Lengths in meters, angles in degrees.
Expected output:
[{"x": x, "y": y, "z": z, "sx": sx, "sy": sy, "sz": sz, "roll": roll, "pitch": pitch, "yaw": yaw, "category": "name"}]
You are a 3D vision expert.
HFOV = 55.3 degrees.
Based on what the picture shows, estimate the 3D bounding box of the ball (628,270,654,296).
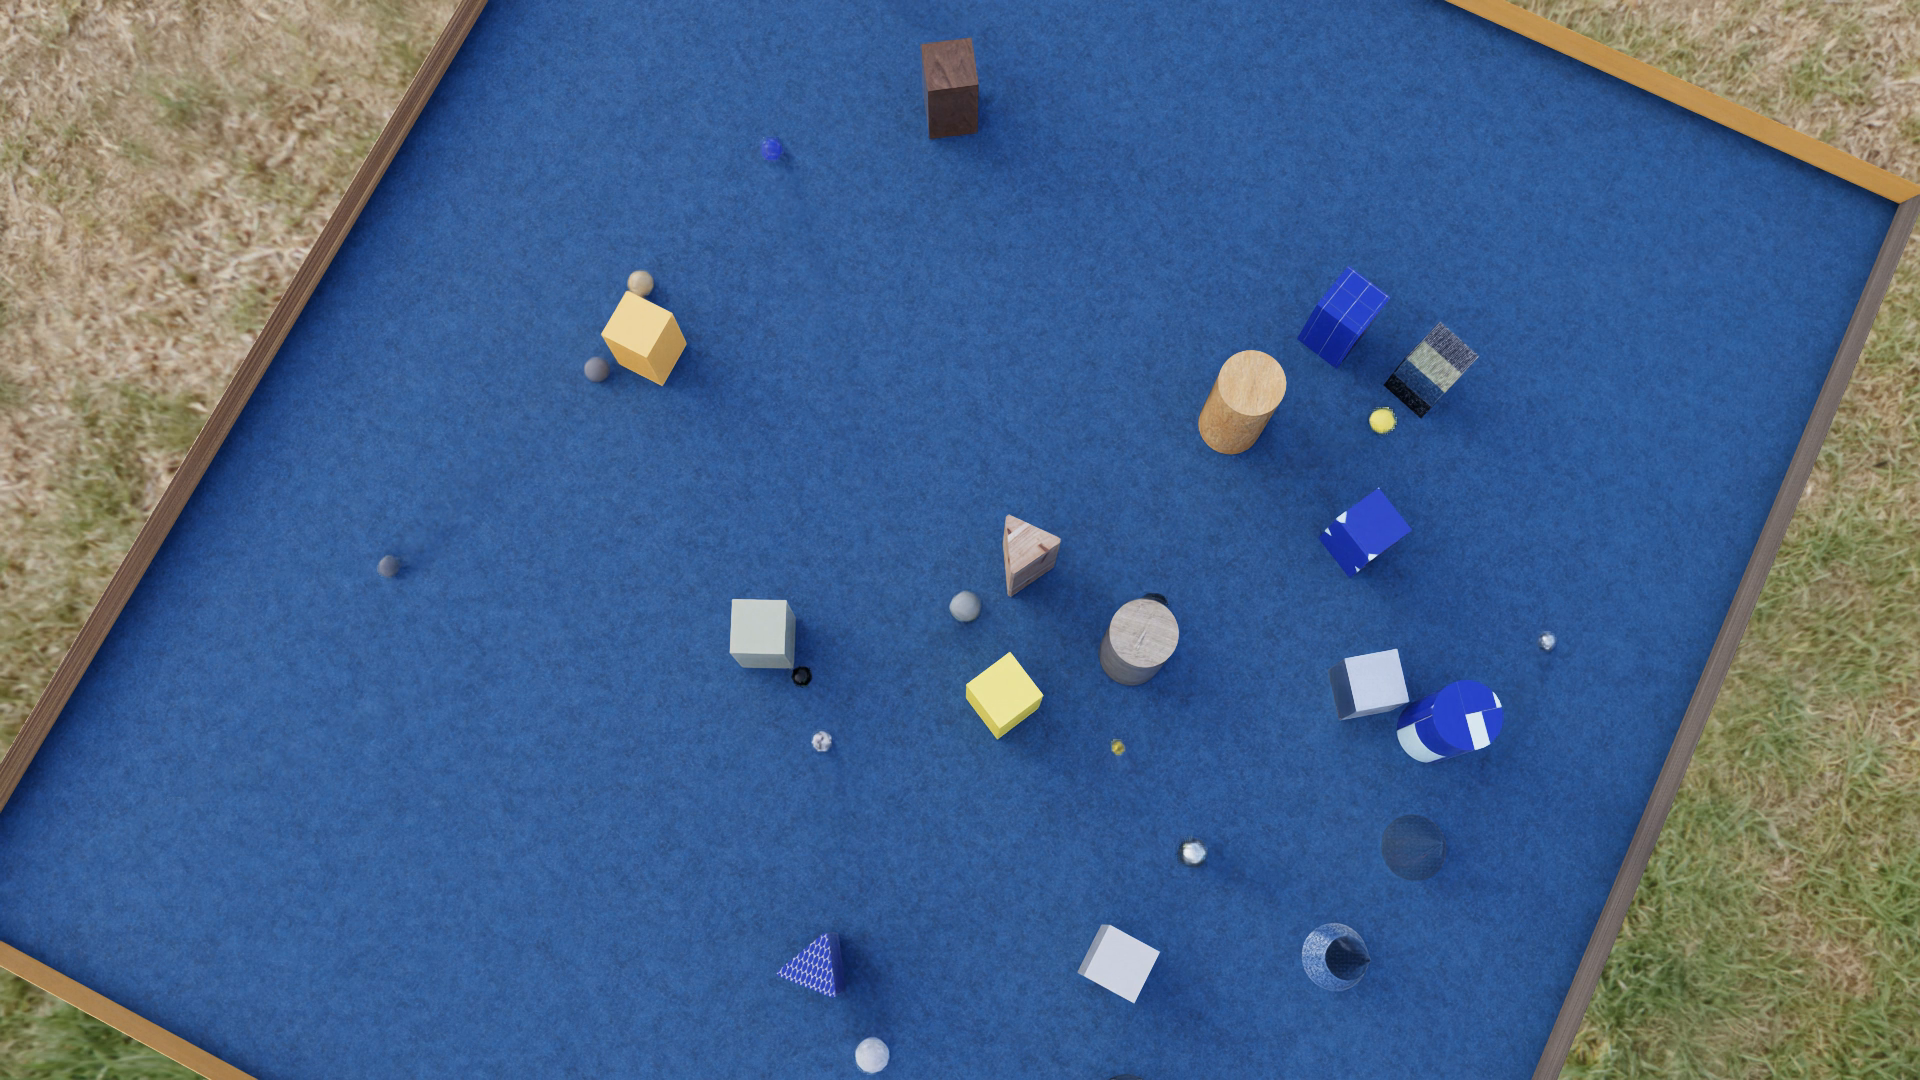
[{"x": -1.000, "y": -0.803, "z": 5.741, "sx": 0.081, "sy": 0.081, "sz": 0.081, "roll": 0, "pitch": 78, "yaw": 0, "category": "ball"}]

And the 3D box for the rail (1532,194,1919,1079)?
[{"x": 1.952, "y": 0.963, "z": 5.352, "sx": 0.045, "sy": 0.127, "sz": 4.688, "roll": 26, "pitch": 80, "yaw": 5, "category": "rail"}]

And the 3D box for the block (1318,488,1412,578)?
[{"x": 1.207, "y": -0.018, "z": 5.476, "sx": 0.156, "sy": 0.283, "sz": 0.156, "roll": -35, "pitch": 80, "yaw": -7, "category": "block"}]

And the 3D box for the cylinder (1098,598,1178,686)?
[{"x": 0.517, "y": 0.302, "z": 5.345, "sx": 0.195, "sy": 0.408, "sz": 0.195, "roll": 0, "pitch": 78, "yaw": 0, "category": "cylinder"}]

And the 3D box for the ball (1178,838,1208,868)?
[{"x": 0.684, "y": 0.919, "z": 5.382, "sx": 0.086, "sy": 0.086, "sz": 0.086, "roll": 0, "pitch": 78, "yaw": 0, "category": "ball"}]

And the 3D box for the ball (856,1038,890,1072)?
[{"x": -0.252, "y": 1.479, "z": 5.261, "sx": 0.097, "sy": 0.097, "sz": 0.097, "roll": 0, "pitch": 78, "yaw": 0, "category": "ball"}]

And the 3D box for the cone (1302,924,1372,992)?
[{"x": 1.098, "y": 1.172, "z": 5.128, "sx": 0.195, "sy": 0.482, "sz": 0.195, "roll": 0, "pitch": 78, "yaw": 0, "category": "cone"}]

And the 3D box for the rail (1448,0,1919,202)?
[{"x": 1.038, "y": -2.026, "z": 5.970, "sx": 4.413, "sy": 0.127, "sz": 0.045, "roll": 26, "pitch": 80, "yaw": 5, "category": "rail"}]

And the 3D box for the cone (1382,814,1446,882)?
[{"x": 1.345, "y": 0.877, "z": 5.263, "sx": 0.195, "sy": 0.337, "sz": 0.195, "roll": 0, "pitch": 78, "yaw": 0, "category": "cone"}]

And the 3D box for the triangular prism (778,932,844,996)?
[{"x": -0.388, "y": 1.174, "z": 5.152, "sx": 0.169, "sy": 0.435, "sz": 0.146, "roll": 21, "pitch": 79, "yaw": 4, "category": "triangular prism"}]

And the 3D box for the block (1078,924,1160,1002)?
[{"x": 0.448, "y": 1.202, "z": 5.212, "sx": 0.156, "sy": 0.305, "sz": 0.156, "roll": 28, "pitch": 80, "yaw": 5, "category": "block"}]

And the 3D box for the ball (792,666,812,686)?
[{"x": -0.475, "y": 0.410, "z": 5.501, "sx": 0.061, "sy": 0.061, "sz": 0.061, "roll": 0, "pitch": 78, "yaw": 0, "category": "ball"}]

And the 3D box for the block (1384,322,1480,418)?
[{"x": 1.431, "y": -0.514, "z": 5.576, "sx": 0.156, "sy": 0.288, "sz": 0.156, "roll": 44, "pitch": 82, "yaw": 8, "category": "block"}]

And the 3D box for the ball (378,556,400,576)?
[{"x": -1.733, "y": 0.079, "z": 5.568, "sx": 0.064, "sy": 0.064, "sz": 0.064, "roll": 0, "pitch": 78, "yaw": 0, "category": "ball"}]

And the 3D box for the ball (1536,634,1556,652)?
[{"x": 1.767, "y": 0.310, "z": 5.524, "sx": 0.055, "sy": 0.055, "sz": 0.055, "roll": 0, "pitch": 78, "yaw": 0, "category": "ball"}]

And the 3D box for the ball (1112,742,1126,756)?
[{"x": 0.473, "y": 0.622, "z": 5.467, "sx": 0.041, "sy": 0.041, "sz": 0.041, "roll": 0, "pitch": 78, "yaw": 0, "category": "ball"}]

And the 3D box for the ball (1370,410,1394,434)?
[{"x": 1.303, "y": -0.366, "z": 5.655, "sx": 0.074, "sy": 0.074, "sz": 0.074, "roll": 0, "pitch": 78, "yaw": 0, "category": "ball"}]

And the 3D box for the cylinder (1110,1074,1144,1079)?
[{"x": 0.481, "y": 1.595, "z": 5.063, "sx": 0.195, "sy": 0.438, "sz": 0.195, "roll": 0, "pitch": 78, "yaw": 0, "category": "cylinder"}]

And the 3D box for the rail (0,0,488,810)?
[{"x": -1.952, "y": -0.949, "z": 5.747, "sx": 0.045, "sy": 0.127, "sz": 4.688, "roll": 26, "pitch": 80, "yaw": 5, "category": "rail"}]

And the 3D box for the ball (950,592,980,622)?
[{"x": 0.015, "y": 0.202, "z": 5.528, "sx": 0.092, "sy": 0.092, "sz": 0.092, "roll": 0, "pitch": 78, "yaw": 0, "category": "ball"}]

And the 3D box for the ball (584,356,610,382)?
[{"x": -1.125, "y": -0.530, "z": 5.686, "sx": 0.079, "sy": 0.079, "sz": 0.079, "roll": 0, "pitch": 78, "yaw": 0, "category": "ball"}]

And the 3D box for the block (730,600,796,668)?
[{"x": -0.578, "y": 0.279, "z": 5.400, "sx": 0.156, "sy": 0.310, "sz": 0.156, "roll": 1, "pitch": 78, "yaw": 0, "category": "block"}]

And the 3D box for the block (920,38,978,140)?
[{"x": -0.031, "y": -1.408, "z": 5.730, "sx": 0.156, "sy": 0.349, "sz": 0.156, "roll": -8, "pitch": 78, "yaw": -2, "category": "block"}]

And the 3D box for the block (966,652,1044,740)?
[{"x": 0.127, "y": 0.458, "z": 5.355, "sx": 0.156, "sy": 0.327, "sz": 0.156, "roll": -36, "pitch": 81, "yaw": -7, "category": "block"}]

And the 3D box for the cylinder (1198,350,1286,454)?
[{"x": 0.838, "y": -0.405, "z": 5.472, "sx": 0.195, "sy": 0.447, "sz": 0.195, "roll": 0, "pitch": 78, "yaw": 0, "category": "cylinder"}]

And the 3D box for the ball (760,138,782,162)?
[{"x": -0.600, "y": -1.243, "z": 5.837, "sx": 0.071, "sy": 0.071, "sz": 0.071, "roll": 0, "pitch": 78, "yaw": 0, "category": "ball"}]

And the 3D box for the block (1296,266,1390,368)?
[{"x": 1.166, "y": -0.675, "z": 5.587, "sx": 0.156, "sy": 0.332, "sz": 0.156, "roll": 39, "pitch": 81, "yaw": 7, "category": "block"}]

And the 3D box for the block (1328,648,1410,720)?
[{"x": 1.201, "y": 0.429, "z": 5.401, "sx": 0.156, "sy": 0.249, "sz": 0.156, "roll": -10, "pitch": 78, "yaw": -2, "category": "block"}]

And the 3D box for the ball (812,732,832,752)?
[{"x": -0.410, "y": 0.602, "z": 5.462, "sx": 0.060, "sy": 0.060, "sz": 0.060, "roll": 0, "pitch": 78, "yaw": 0, "category": "ball"}]

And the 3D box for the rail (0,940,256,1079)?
[{"x": -1.038, "y": 2.039, "z": 5.129, "sx": 4.413, "sy": 0.127, "sz": 0.045, "roll": 26, "pitch": 80, "yaw": 5, "category": "rail"}]

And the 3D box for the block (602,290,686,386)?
[{"x": -0.961, "y": -0.612, "z": 5.592, "sx": 0.156, "sy": 0.297, "sz": 0.156, "roll": 27, "pitch": 80, "yaw": 5, "category": "block"}]

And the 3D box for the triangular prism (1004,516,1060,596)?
[{"x": 0.177, "y": 0.027, "z": 5.414, "sx": 0.169, "sy": 0.386, "sz": 0.146, "roll": -34, "pitch": 80, "yaw": -7, "category": "triangular prism"}]

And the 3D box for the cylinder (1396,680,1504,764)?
[{"x": 1.408, "y": 0.529, "z": 5.288, "sx": 0.195, "sy": 0.430, "sz": 0.195, "roll": 0, "pitch": 78, "yaw": 0, "category": "cylinder"}]

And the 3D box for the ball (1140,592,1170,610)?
[{"x": 0.584, "y": 0.205, "z": 5.526, "sx": 0.094, "sy": 0.094, "sz": 0.094, "roll": 0, "pitch": 78, "yaw": 0, "category": "ball"}]
